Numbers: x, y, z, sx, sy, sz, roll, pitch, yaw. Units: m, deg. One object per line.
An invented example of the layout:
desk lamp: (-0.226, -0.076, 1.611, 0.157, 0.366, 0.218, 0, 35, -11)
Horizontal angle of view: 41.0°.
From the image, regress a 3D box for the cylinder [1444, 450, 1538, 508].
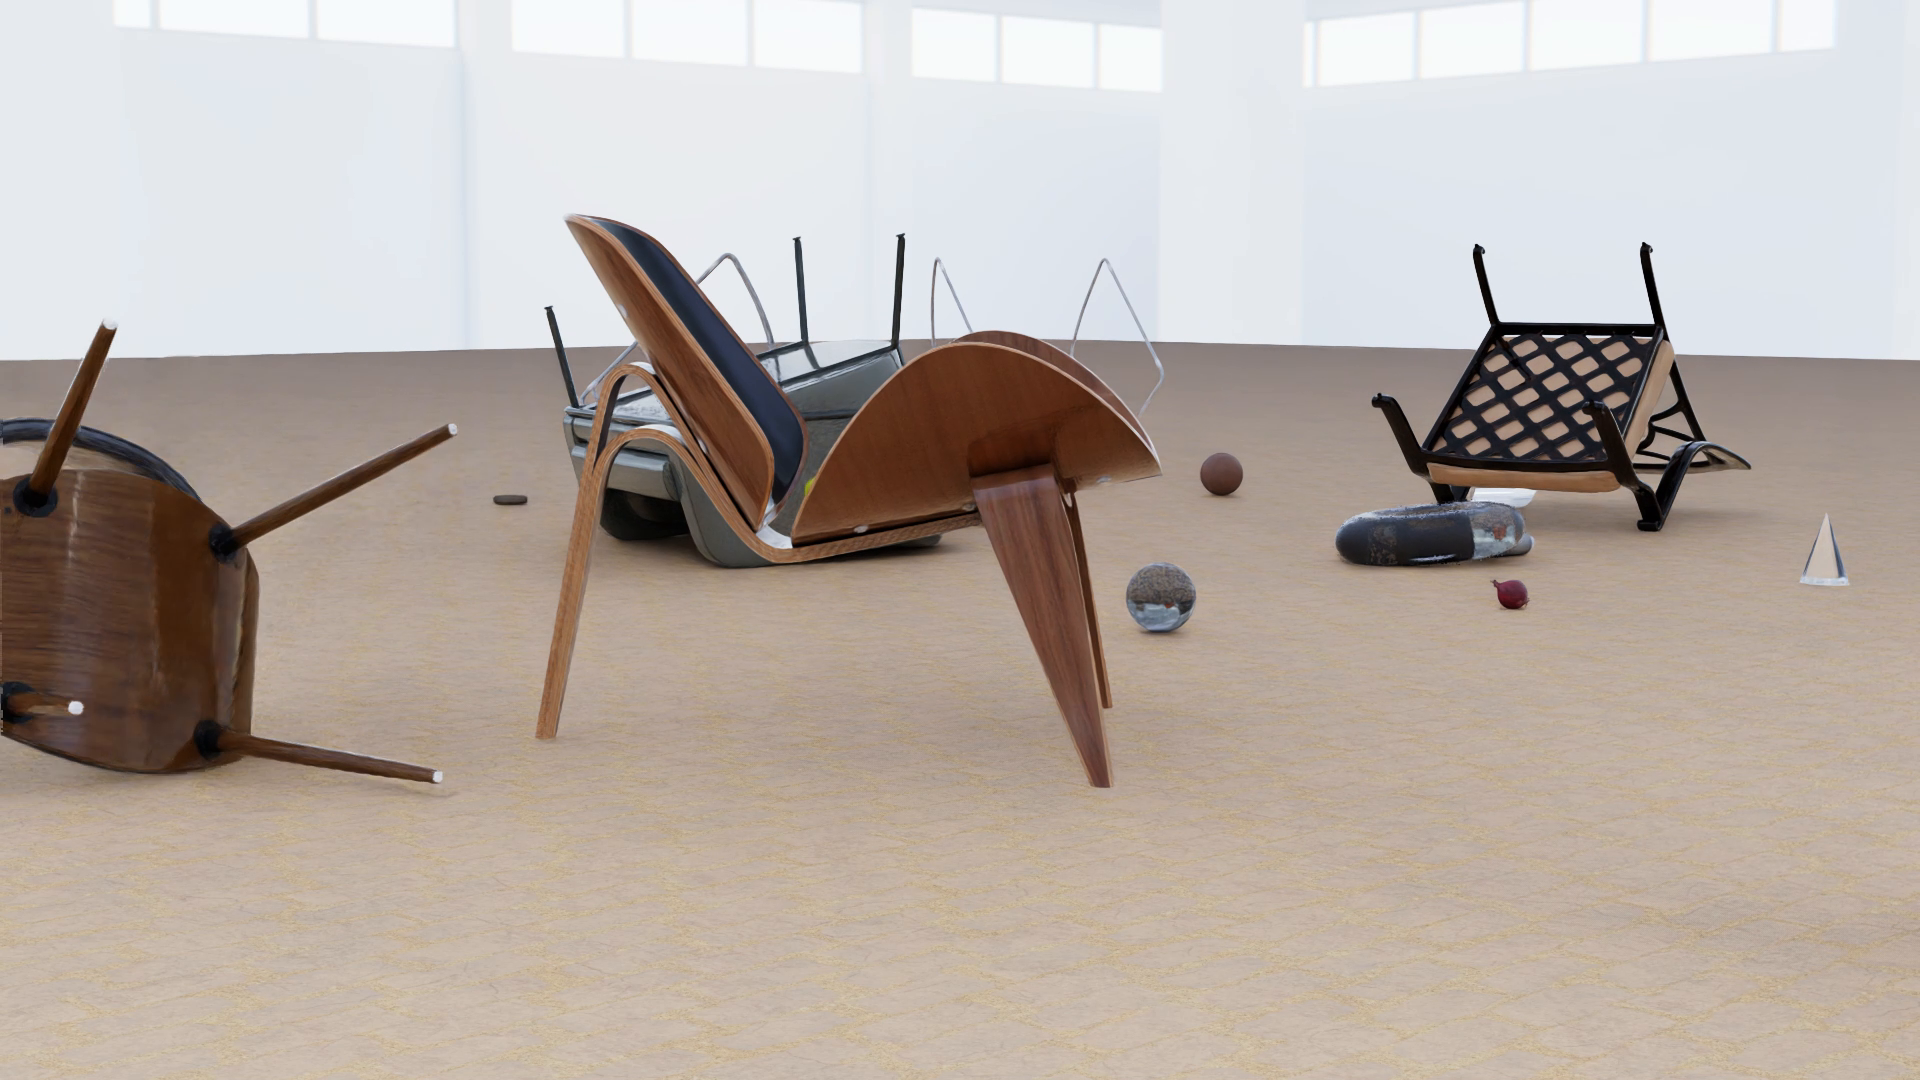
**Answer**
cylinder: (1.502, -0.172, 7.272, 0.184, 0.164, 0.229, -1, -5, -13)

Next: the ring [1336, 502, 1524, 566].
ring: (1.083, -0.014, 5.917, 0.448, 0.116, 0.279, -6, 6, -8)

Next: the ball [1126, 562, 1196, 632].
ball: (0.372, 0.106, 4.744, 0.131, 0.131, 0.131, 0, 6, 0)

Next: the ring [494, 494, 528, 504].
ring: (-1.300, -0.116, 7.422, 0.102, 0.025, 0.091, 2, 6, 24)

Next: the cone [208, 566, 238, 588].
cone: (-1.577, 0.089, 5.446, 0.058, 0.045, 0.068, 12, 28, 18)

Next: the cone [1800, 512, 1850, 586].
cone: (1.858, 0.015, 5.508, 0.105, 0.156, 0.090, 5, 8, 42)
